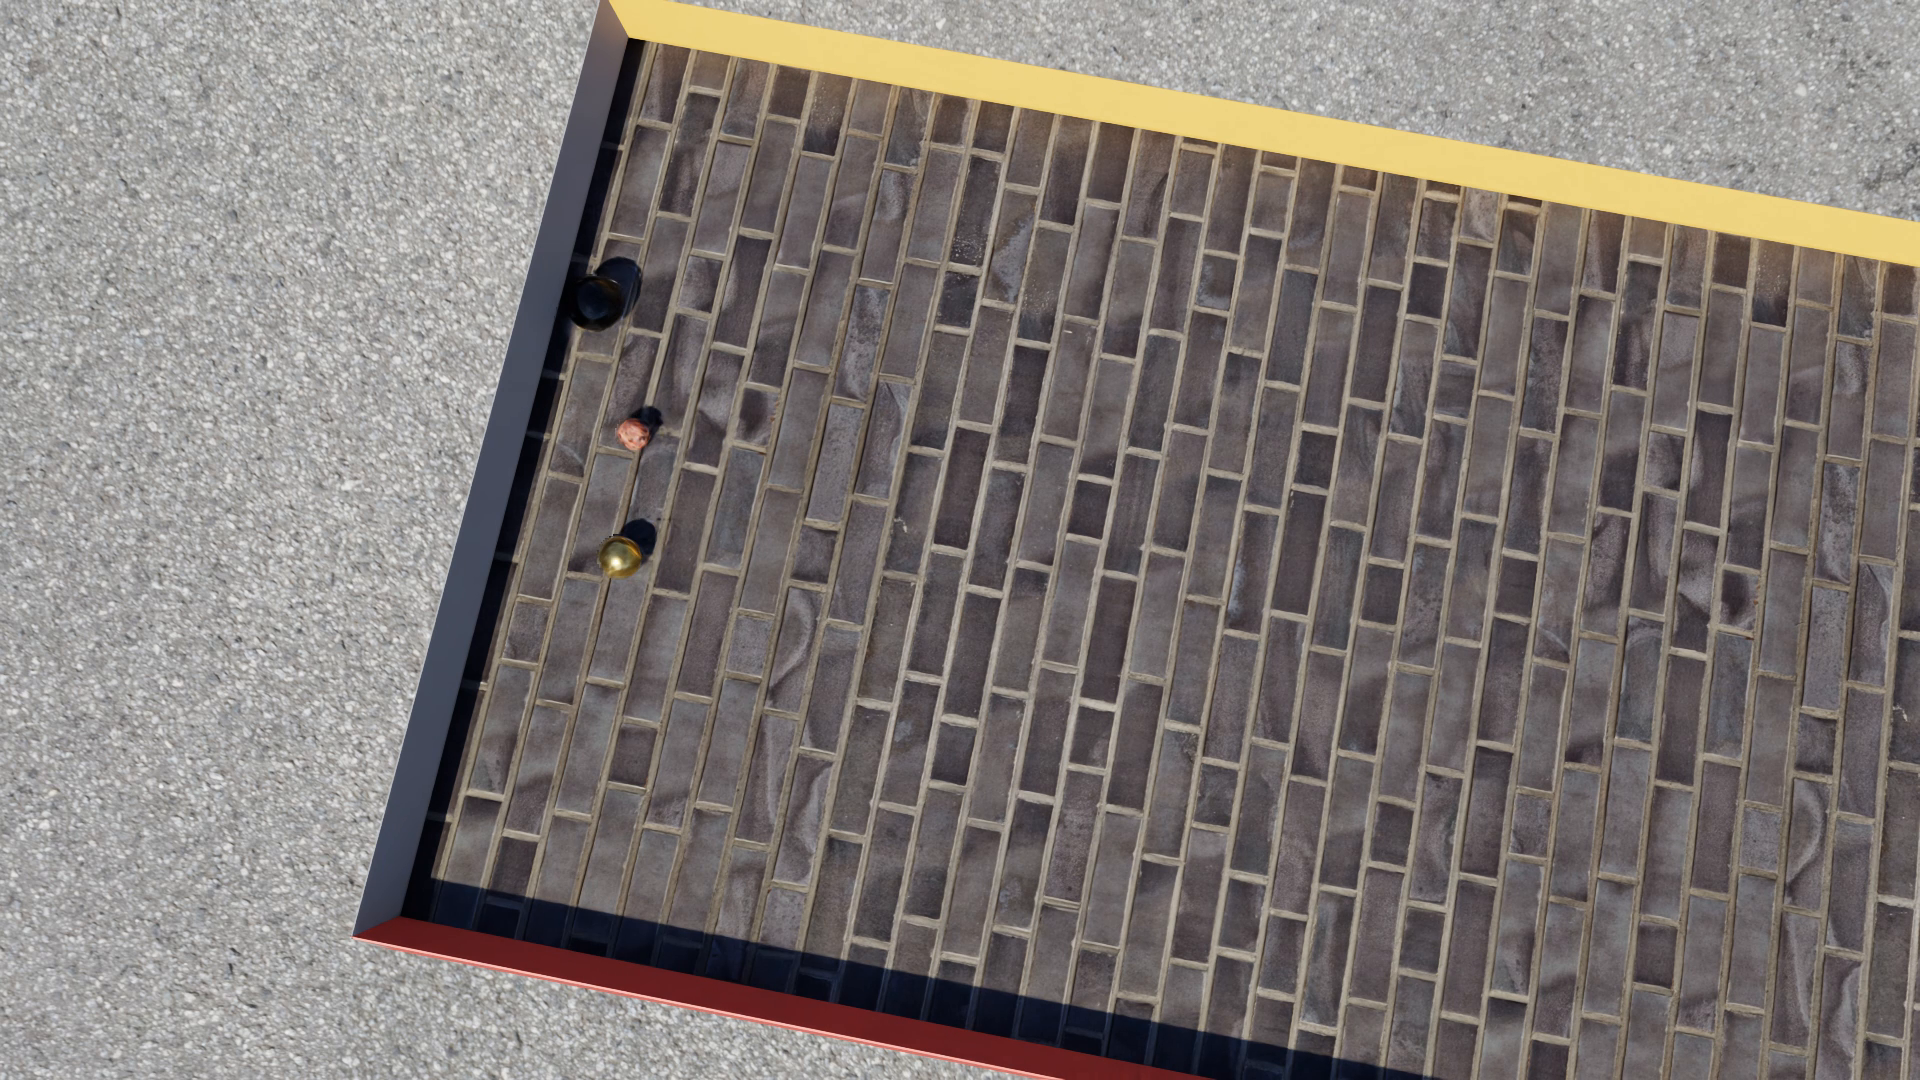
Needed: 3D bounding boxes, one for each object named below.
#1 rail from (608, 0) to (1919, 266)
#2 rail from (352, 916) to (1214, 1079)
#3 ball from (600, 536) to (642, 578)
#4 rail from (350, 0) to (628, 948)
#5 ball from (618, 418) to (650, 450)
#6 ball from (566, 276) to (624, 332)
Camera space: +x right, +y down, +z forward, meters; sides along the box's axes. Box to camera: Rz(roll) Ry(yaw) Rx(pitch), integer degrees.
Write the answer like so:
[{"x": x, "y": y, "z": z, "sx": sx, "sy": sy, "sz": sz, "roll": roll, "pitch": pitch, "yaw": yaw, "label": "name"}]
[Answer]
[{"x": 0.860, "y": -0.572, "z": 3.485, "sx": 2.927, "sy": 0.115, "sz": 0.045, "roll": 11, "pitch": 75, "yaw": 3, "label": "rail"}, {"x": 0.576, "y": 0.827, "z": 3.102, "sx": 2.927, "sy": 0.115, "sz": 0.045, "roll": 11, "pitch": 75, "yaw": 3, "label": "rail"}, {"x": -0.516, "y": 0.027, "z": 3.348, "sx": 0.065, "sy": 0.065, "sz": 0.065, "roll": 0, "pitch": 75, "yaw": 0, "label": "ball"}, {"x": -0.695, "y": -0.139, "z": 3.366, "sx": 0.045, "sy": 0.115, "sz": 1.526, "roll": 11, "pitch": 75, "yaw": 3, "label": "rail"}, {"x": -0.505, "y": -0.164, "z": 3.407, "sx": 0.050, "sy": 0.050, "sz": 0.050, "roll": 0, "pitch": 75, "yaw": 0, "label": "ball"}, {"x": -0.572, "y": -0.370, "z": 3.444, "sx": 0.088, "sy": 0.088, "sz": 0.088, "roll": 0, "pitch": 75, "yaw": 0, "label": "ball"}]
